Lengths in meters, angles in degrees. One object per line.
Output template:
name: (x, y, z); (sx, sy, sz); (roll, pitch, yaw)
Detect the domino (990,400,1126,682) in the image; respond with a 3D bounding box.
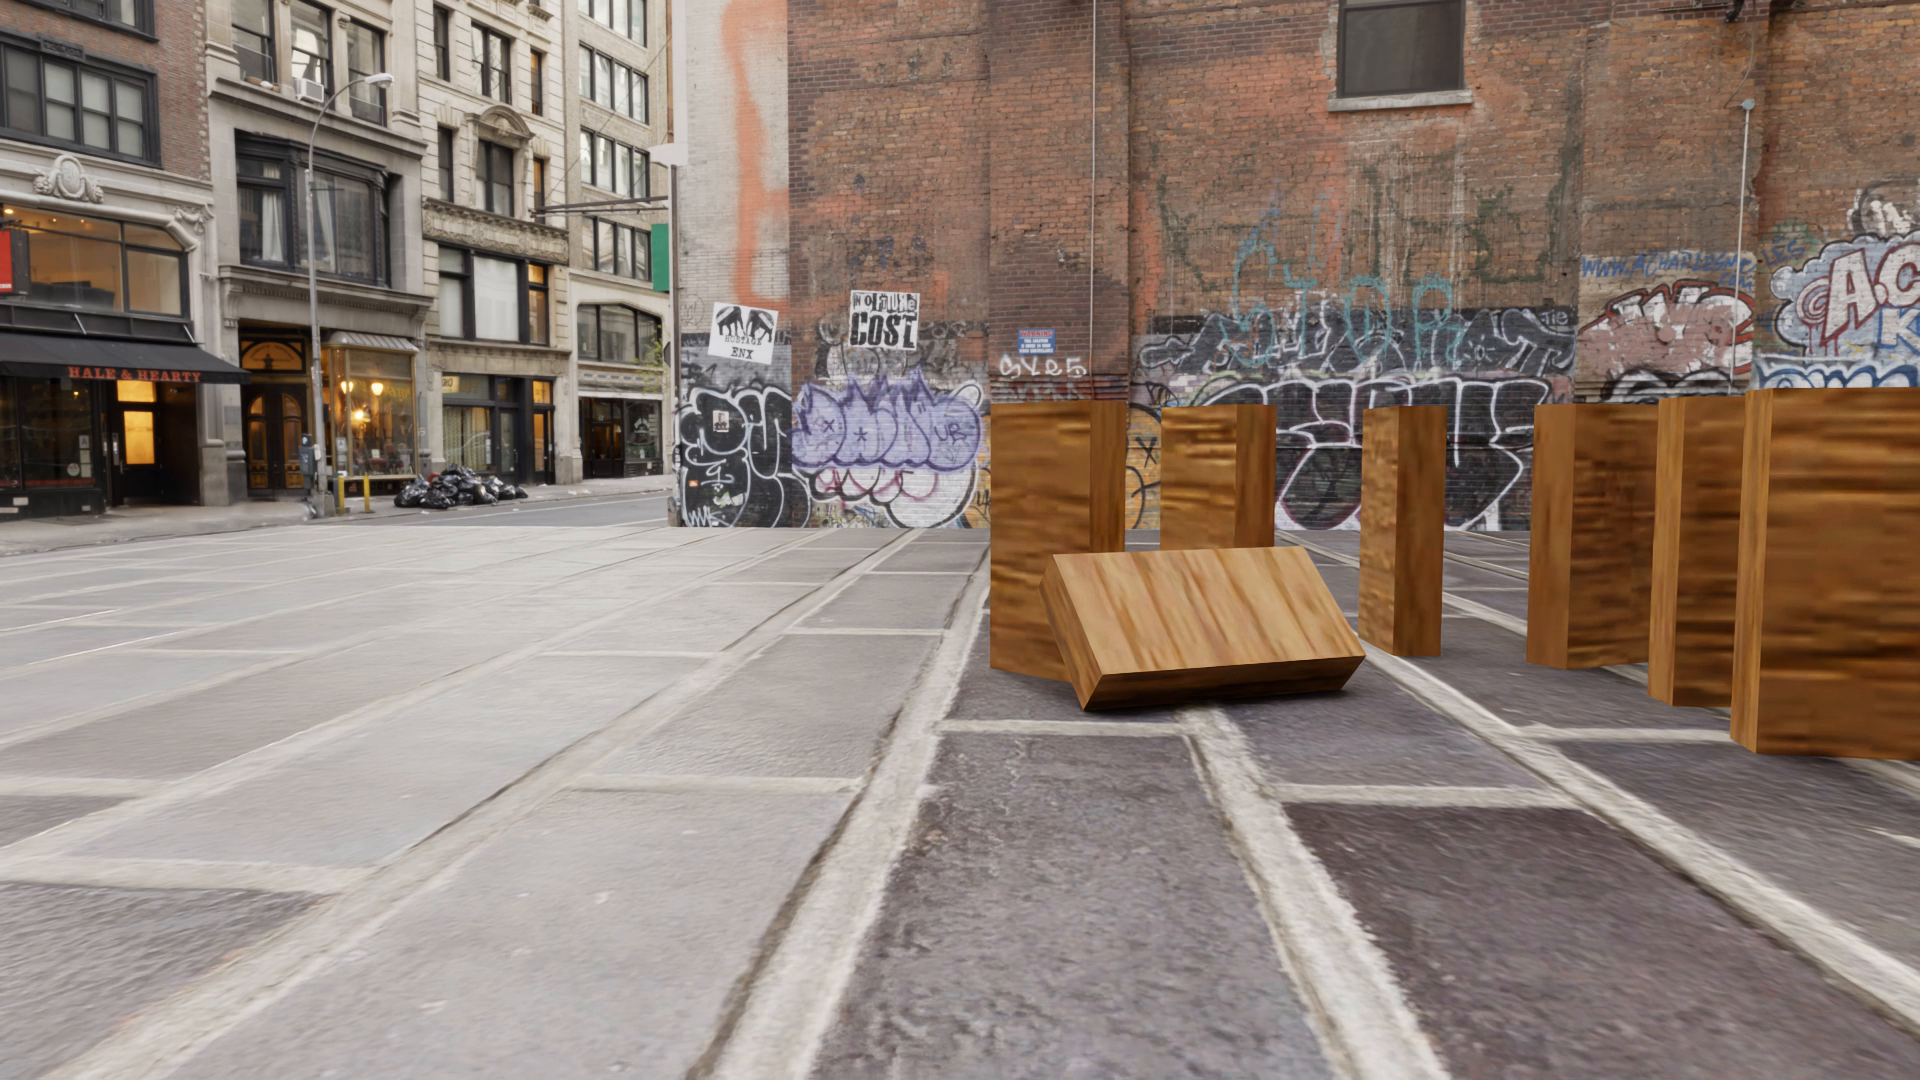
domino: (0.018, 0.000, 0.236); (0.009, 0.050, 0.025); (-4, 6, -42)

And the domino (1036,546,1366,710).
domino: (0.041, 0.014, 0.219); (0.050, 0.010, 0.025); (-2, 48, -21)

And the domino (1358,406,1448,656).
domino: (0.092, -0.003, 0.268); (0.009, 0.050, 0.025); (0, 4, 2)

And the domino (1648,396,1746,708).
domino: (0.129, 0.002, 0.210); (0.025, 0.050, 0.010); (0, 4, 6)

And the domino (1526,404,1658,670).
domino: (0.124, -0.001, 0.249); (0.025, 0.050, 0.009); (-2, 5, -23)

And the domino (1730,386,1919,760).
domino: (0.123, 0.004, 0.177); (0.025, 0.050, 0.009); (1, 4, 12)

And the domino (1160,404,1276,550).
domino: (0.051, -0.002, 0.258); (0.009, 0.050, 0.025); (-2, 5, -25)
